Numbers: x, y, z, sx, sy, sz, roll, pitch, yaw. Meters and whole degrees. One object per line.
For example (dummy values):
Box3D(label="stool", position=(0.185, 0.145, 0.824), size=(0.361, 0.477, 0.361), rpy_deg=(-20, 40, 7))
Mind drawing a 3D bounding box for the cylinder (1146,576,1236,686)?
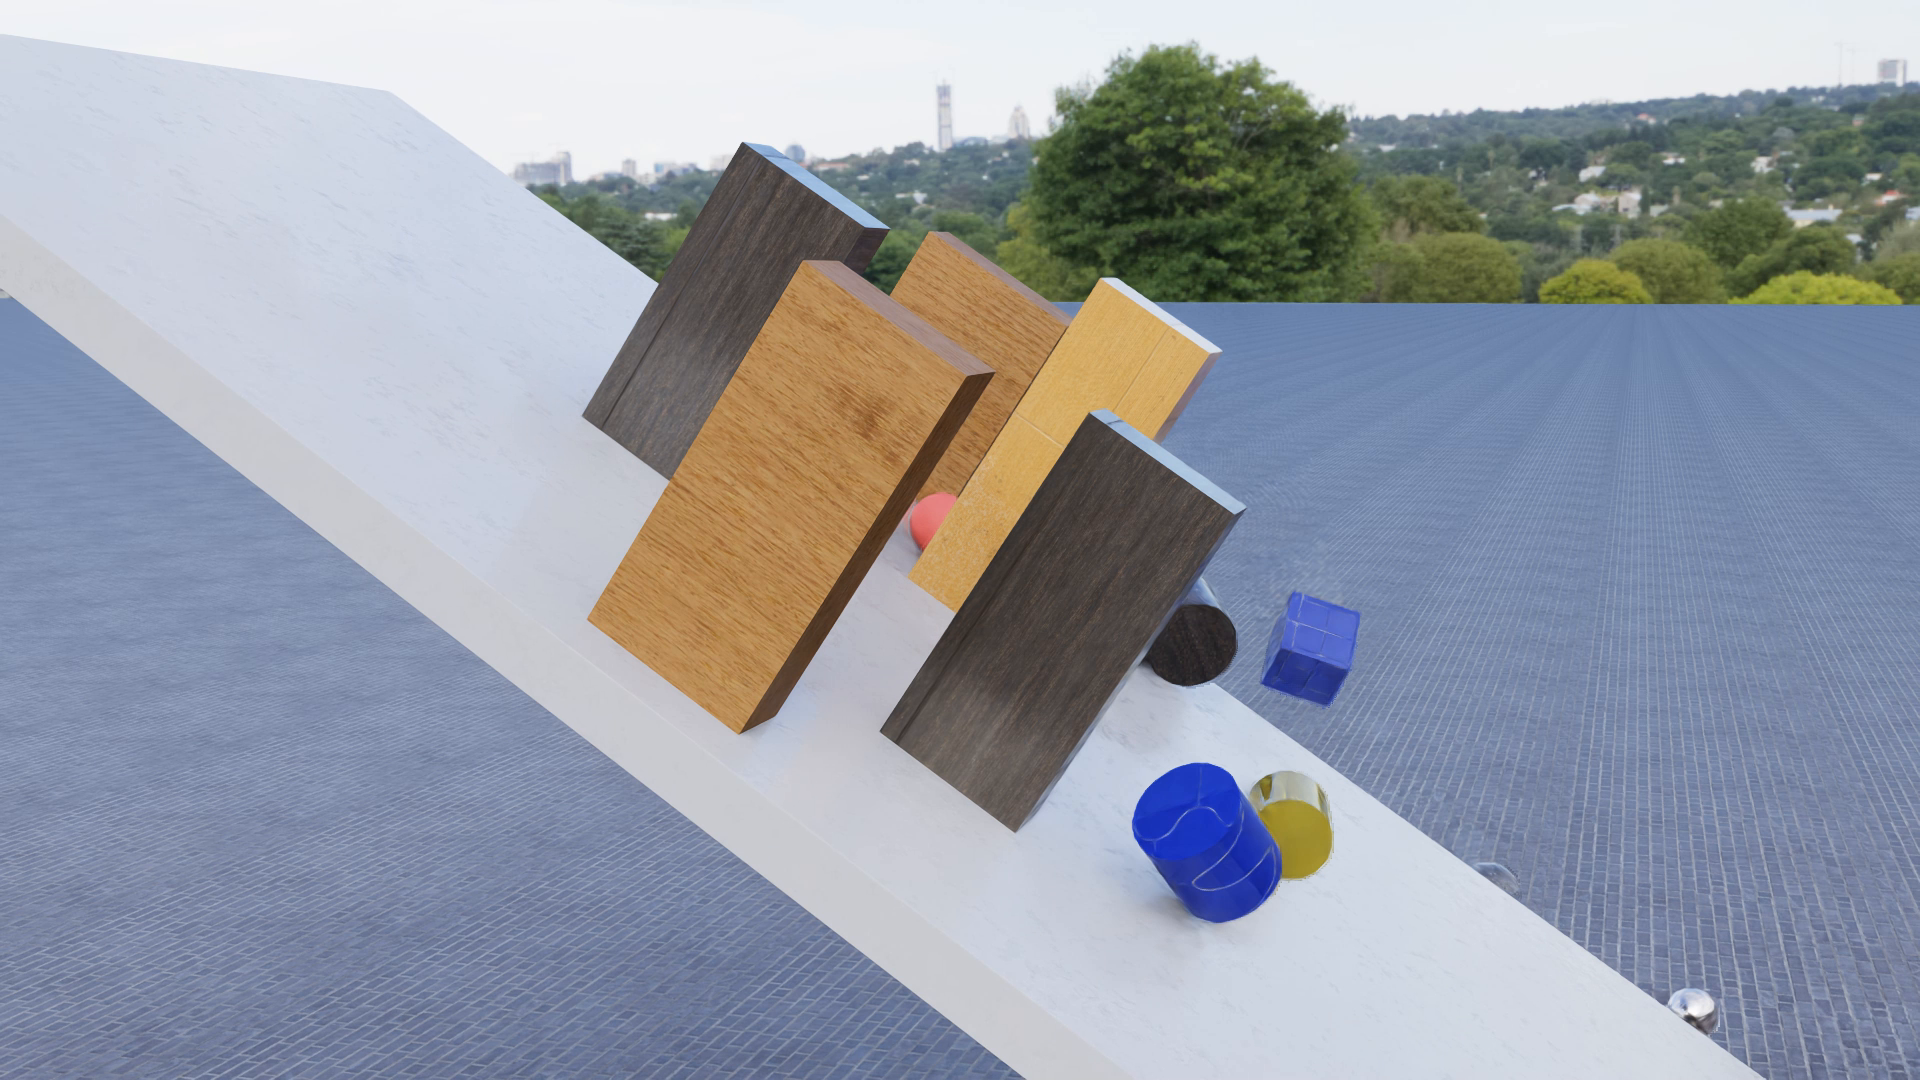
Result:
Box3D(label="cylinder", position=(0.483, 0.187, 4.807), size=(0.197, 0.197, 0.197), rpy_deg=(-1, 23, -9))

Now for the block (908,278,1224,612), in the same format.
Box3D(label="block", position=(0.202, -0.146, 4.301), size=(0.254, 0.705, 0.136), rpy_deg=(36, 15, 10))

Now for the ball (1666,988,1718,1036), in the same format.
Box3D(label="ball", position=(1.776, 1.148, 5.333), size=(0.122, 0.122, 0.122), rpy_deg=(0, 7, 0))

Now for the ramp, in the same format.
Box3D(label="ramp", position=(-0.122, 0.206, 4.097), size=(4.000, 0.100, 2.000), rpy_deg=(36, 15, 10))

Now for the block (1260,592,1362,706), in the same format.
Box3D(label="block", position=(0.752, 0.233, 4.713), size=(0.152, 0.152, 0.152), rpy_deg=(18, -36, 1))

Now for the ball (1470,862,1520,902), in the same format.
Box3D(label="ball", position=(1.218, 0.814, 5.065), size=(0.142, 0.142, 0.142), rpy_deg=(0, 7, 0))

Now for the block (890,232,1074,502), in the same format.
Box3D(label="block", position=(-0.032, -0.368, 4.892), size=(0.372, 0.510, 0.142), rpy_deg=(36, 15, 10))

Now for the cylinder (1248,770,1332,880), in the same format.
Box3D(label="cylinder", position=(0.609, 0.528, 4.082), size=(0.156, 0.156, 0.156), rpy_deg=(1, 14, 6))

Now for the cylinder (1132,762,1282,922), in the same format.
Box3D(label="cylinder", position=(0.405, 0.495, 3.594), size=(0.187, 0.187, 0.187), rpy_deg=(-20, 41, 19))

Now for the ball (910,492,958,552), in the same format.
Box3D(label="ball", position=(-0.038, -0.031, 4.556), size=(0.134, 0.134, 0.134), rpy_deg=(0, 7, 0))

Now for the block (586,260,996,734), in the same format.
Box3D(label="block", position=(-0.253, -0.064, 3.252), size=(0.292, 0.638, 0.147), rpy_deg=(36, 15, 10))

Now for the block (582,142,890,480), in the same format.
Box3D(label="block", position=(-0.415, -0.399, 4.049), size=(0.278, 0.596, 0.139), rpy_deg=(36, 15, 10))

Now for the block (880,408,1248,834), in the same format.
Box3D(label="block", position=(0.160, 0.129, 3.510), size=(0.275, 0.627, 0.114), rpy_deg=(36, 15, 10))
